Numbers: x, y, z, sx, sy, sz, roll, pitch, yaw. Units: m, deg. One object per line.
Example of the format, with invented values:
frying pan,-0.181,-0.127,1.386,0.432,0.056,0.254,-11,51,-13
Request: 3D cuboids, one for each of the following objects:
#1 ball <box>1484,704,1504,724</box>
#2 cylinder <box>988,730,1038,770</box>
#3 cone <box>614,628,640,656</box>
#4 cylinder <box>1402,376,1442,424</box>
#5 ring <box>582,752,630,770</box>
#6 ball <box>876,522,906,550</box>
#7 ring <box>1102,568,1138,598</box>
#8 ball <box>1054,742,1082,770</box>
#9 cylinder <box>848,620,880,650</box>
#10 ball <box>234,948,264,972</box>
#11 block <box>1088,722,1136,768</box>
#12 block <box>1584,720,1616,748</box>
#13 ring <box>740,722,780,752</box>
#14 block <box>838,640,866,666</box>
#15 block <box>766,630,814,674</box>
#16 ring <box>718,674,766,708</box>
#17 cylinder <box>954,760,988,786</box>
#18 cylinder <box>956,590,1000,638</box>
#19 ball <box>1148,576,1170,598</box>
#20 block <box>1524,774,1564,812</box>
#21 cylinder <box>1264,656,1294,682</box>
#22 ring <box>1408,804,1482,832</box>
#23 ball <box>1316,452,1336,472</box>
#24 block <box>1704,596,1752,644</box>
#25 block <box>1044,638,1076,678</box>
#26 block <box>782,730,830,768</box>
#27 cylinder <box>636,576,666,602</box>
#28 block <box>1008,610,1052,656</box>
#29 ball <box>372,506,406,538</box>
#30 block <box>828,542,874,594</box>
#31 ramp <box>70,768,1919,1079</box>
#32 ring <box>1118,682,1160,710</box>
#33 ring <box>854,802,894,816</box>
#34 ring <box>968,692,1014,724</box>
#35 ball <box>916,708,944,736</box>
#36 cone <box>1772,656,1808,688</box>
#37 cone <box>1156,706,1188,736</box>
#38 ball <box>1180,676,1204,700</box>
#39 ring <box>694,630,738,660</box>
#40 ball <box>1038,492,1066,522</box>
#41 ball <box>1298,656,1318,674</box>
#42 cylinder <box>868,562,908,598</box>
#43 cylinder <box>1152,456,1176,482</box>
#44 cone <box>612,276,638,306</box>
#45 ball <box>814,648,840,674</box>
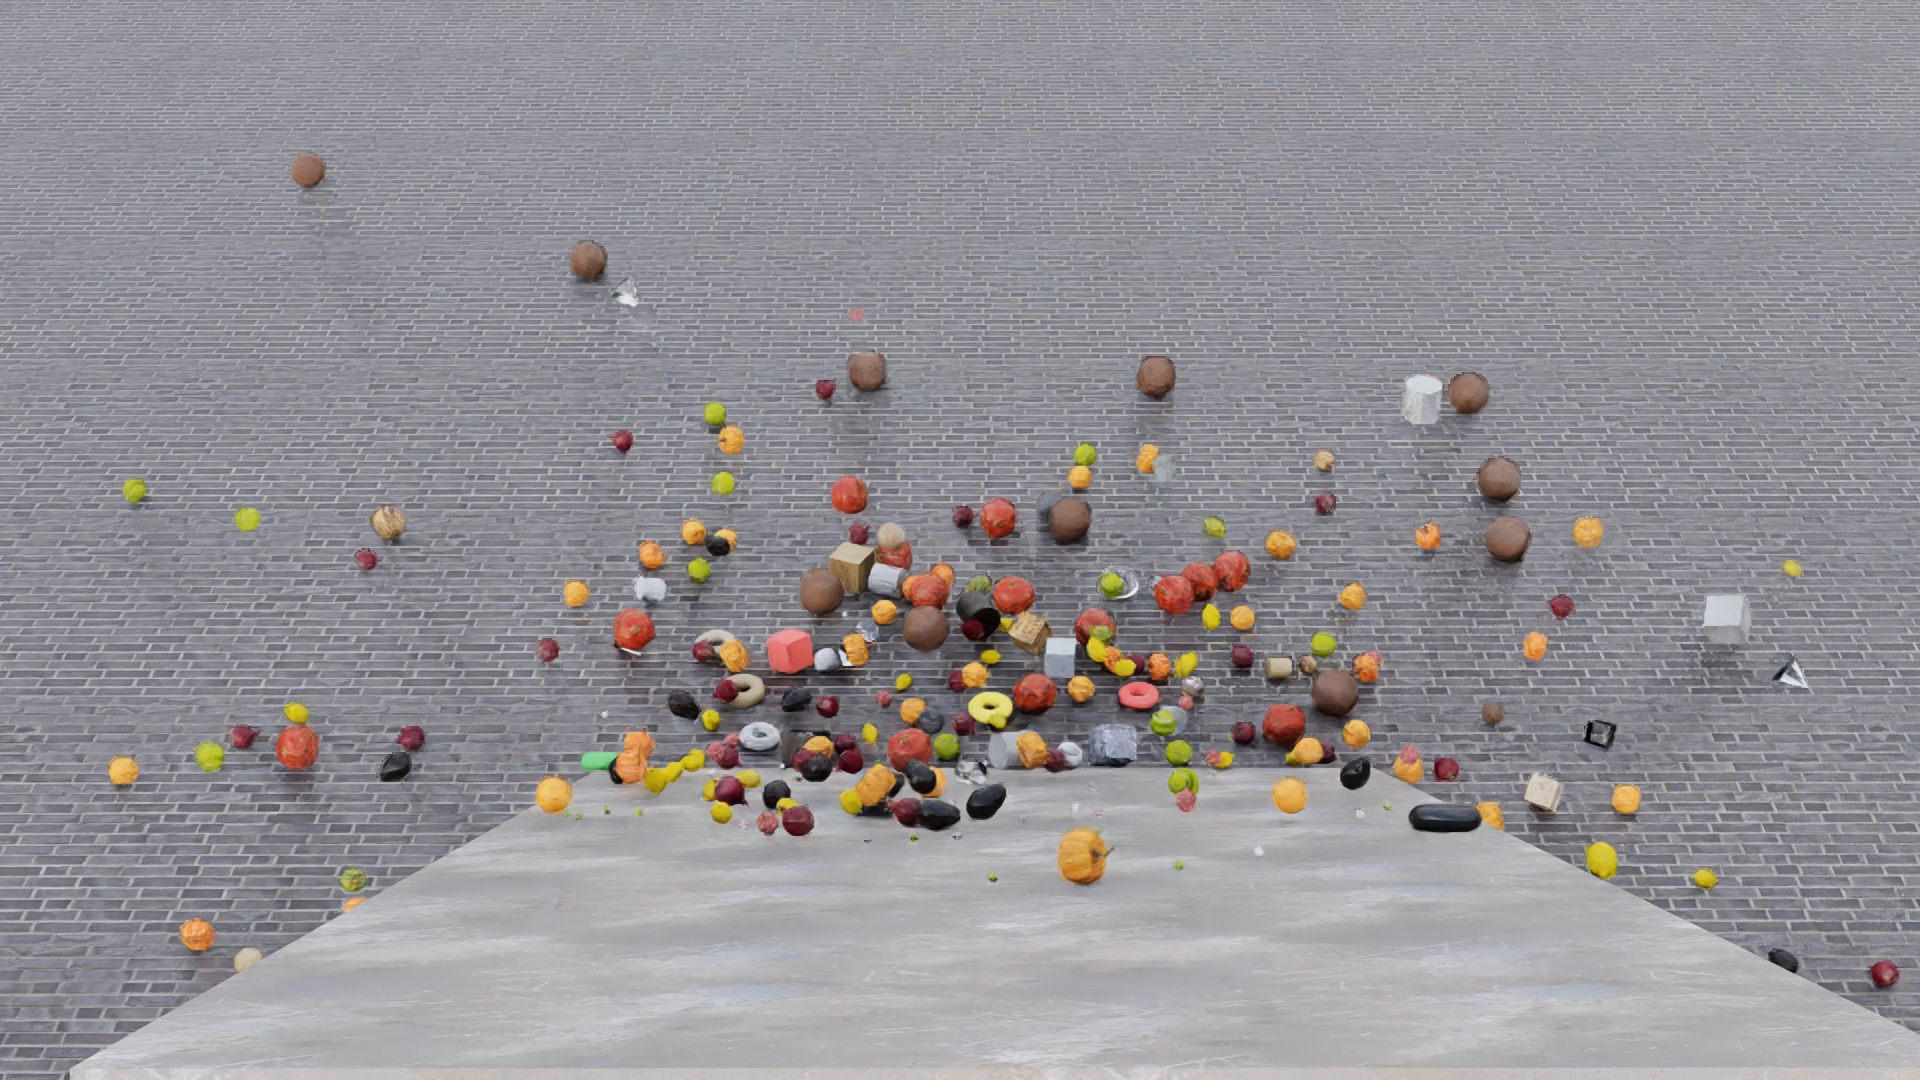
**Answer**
ball,1.445,0.469,7.008,0.055,0.055,0.055,0,32,0
cylinder,0.137,0.539,6.642,0.094,0.094,0.094,-3,29,-31
cone,-0.926,0.300,7.304,0.073,0.073,0.073,44,47,14
cylinder,1.271,-0.384,7.118,0.098,0.098,0.098,1,32,-1
ring,-0.910,0.568,6.658,0.128,0.043,0.128,-1,0,0
ball,-0.202,-0.010,7.559,0.083,0.083,0.083,0,32,0
ring,0.469,0.125,7.570,0.109,0.036,0.109,7,44,-7
ball,0.277,0.552,6.624,0.072,0.072,0.072,0,32,0
cylinder,-0.272,0.267,7.300,0.067,0.067,0.067,11,63,-21
ball,-1.684,0.999,6.132,0.068,0.068,0.068,0,32,0
block,0.395,0.531,6.695,0.089,0.089,0.089,8,68,-23
block,1.708,0.516,6.908,0.056,0.056,0.056,15,12,35
ring,-0.536,0.526,6.931,0.110,0.037,0.110,2,29,-1
block,-0.300,0.315,7.221,0.053,0.053,0.053,-6,67,-28
block,-0.472,0.311,7.210,0.088,0.088,0.088,-23,23,-39
ring,-0.599,0.414,7.110,0.130,0.043,0.130,0,32,0
cylinder,0.027,0.554,6.175,0.055,0.055,0.055,6,27,46
cylinder,0.052,0.209,7.389,0.099,0.099,0.099,-11,33,-18
ball,0.579,0.137,7.540,0.065,0.065,0.065,0,32,0
block,1.503,0.651,6.668,0.071,0.071,0.071,18,-7,27
cylinder,0.883,0.358,7.178,0.060,0.060,0.060,18,19,-35
ring,0.961,0.550,5.132,0.143,0.048,0.143,1,-2,0
ball,1.152,-0.249,8.172,0.063,0.063,0.063,0,32,0
block,2.162,0.224,7.300,0.100,0.100,0.100,-1,57,31
block,0.280,0.329,7.213,0.080,0.080,0.080,3,32,5
block,-0.402,0.545,6.755,0.091,0.091,0.091,-1,-2,27
cylinder,-0.895,0.143,7.488,0.066,0.066,0.066,7,25,-29
block,0.196,0.261,7.227,0.080,0.080,0.080,24,71,27
ball,-1.723,-0.054,7.821,0.097,0.097,0.097,0,32,0
block,-0.318,0.080,7.601,0.099,0.099,0.099,14,34,21
ramp,0.070,0.620,4.702,2.000,0.100,4.000,0,-1,0
ring,0.489,0.427,7.092,0.114,0.038,0.114,-2,28,1
ring,-0.180,0.562,5.419,0.087,0.029,0.087,0,-4,0
ring,0.084,0.457,7.043,0.124,0.041,0.124,0,33,0
ball,-0.070,0.433,6.170,0.066,0.066,0.066,0,32,0
cone,2.311,0.382,7.165,0.089,0.089,0.089,42,45,12
cone,0.555,0.468,6.956,0.089,0.089,0.089,-9,25,-14
ball,0.637,0.405,7.102,0.065,0.065,0.065,0,32,0
ring,-0.689,0.297,7.304,0.122,0.041,0.122,-1,32,1
ball,0.281,-0.101,7.907,0.087,0.087,0.087,0,32,0
ball,0.968,0.348,7.210,0.051,0.051,0.051,0,32,0
cylinder,-0.210,0.118,7.551,0.087,0.087,0.087,13,34,20
cylinder,0.562,-0.196,7.139,0.056,0.056,0.056,-13,18,4
cone,-1.155,-0.883,9.039,0.094,0.094,0.094,10,71,15
ball,-0.371,0.337,7.206,0.073,0.073,0.073,0,32,0
